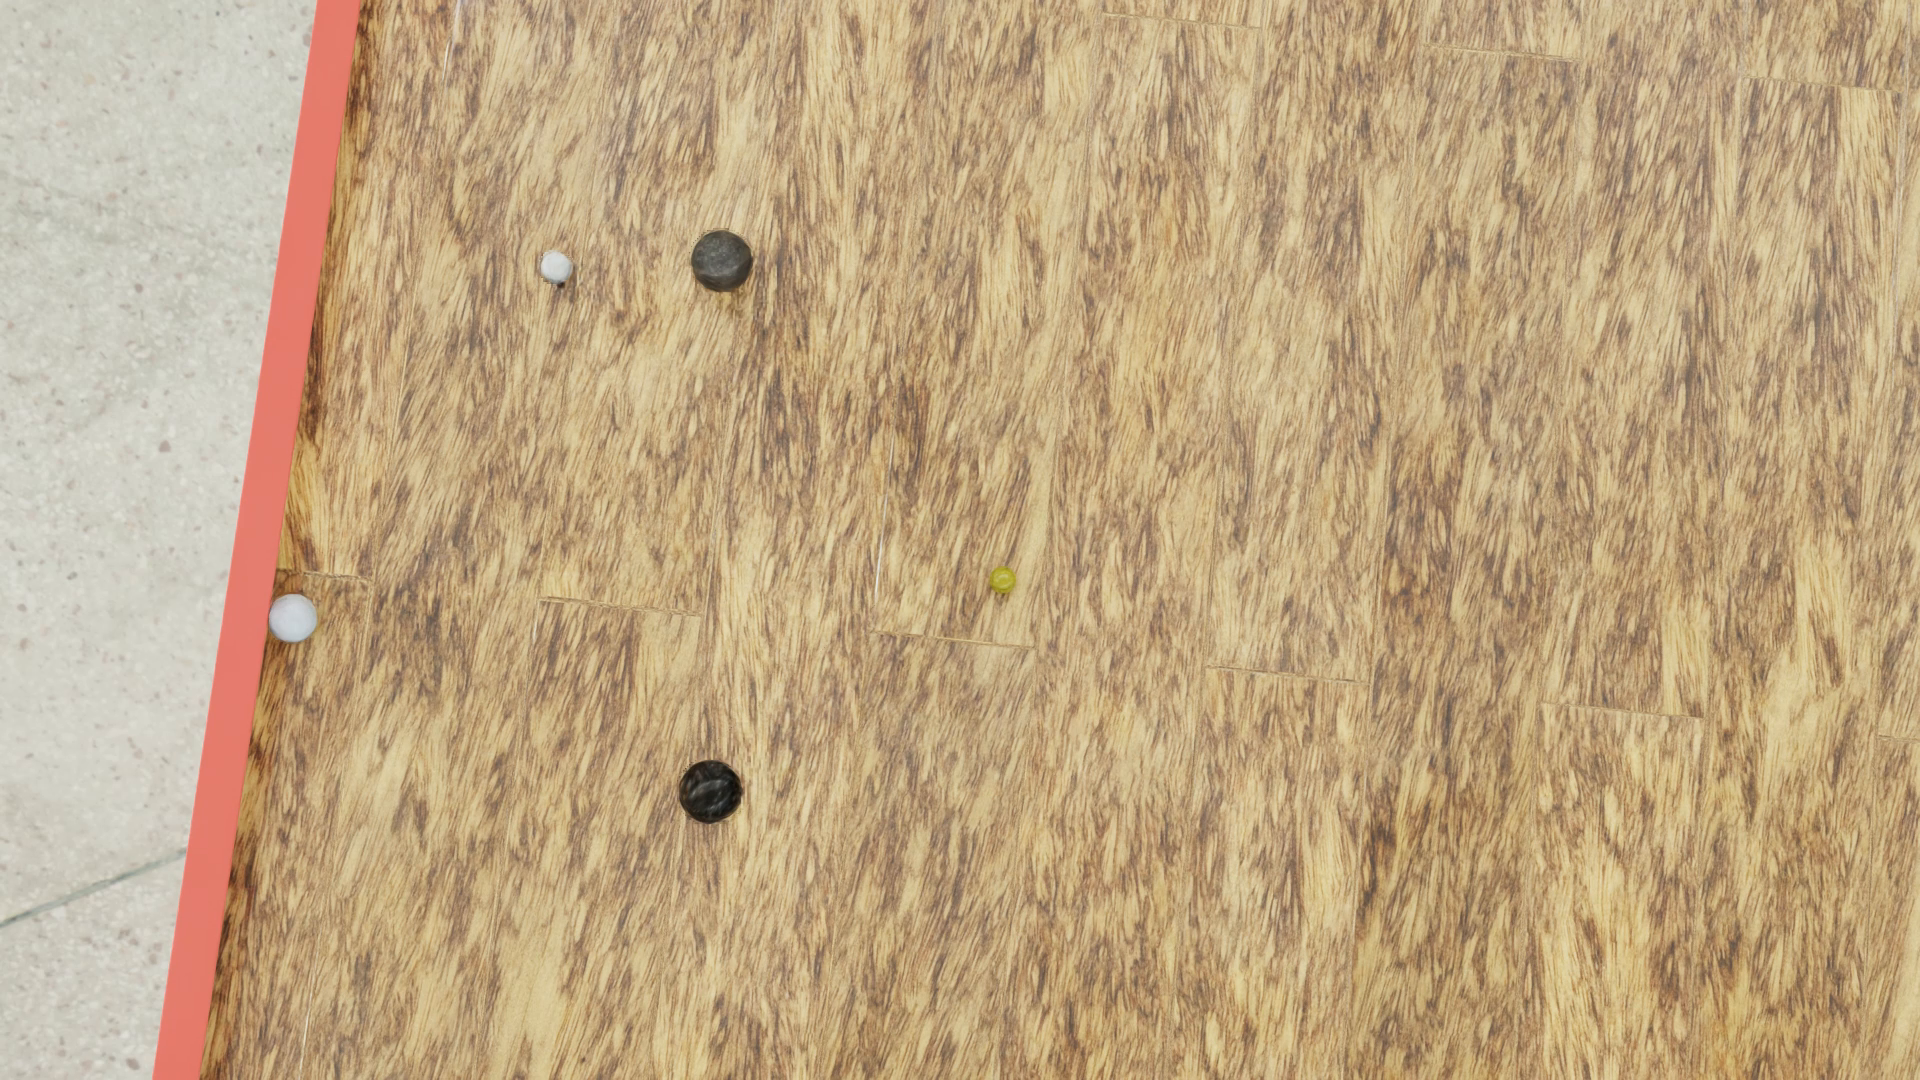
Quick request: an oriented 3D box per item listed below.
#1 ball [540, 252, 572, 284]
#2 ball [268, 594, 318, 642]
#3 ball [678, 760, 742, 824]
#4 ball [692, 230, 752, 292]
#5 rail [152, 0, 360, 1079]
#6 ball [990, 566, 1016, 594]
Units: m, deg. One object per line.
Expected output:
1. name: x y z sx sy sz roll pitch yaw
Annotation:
1. ball: -0.612 -0.413 3.338 0.047 0.047 0.047 0 82 0
2. ball: -0.986 0.116 3.250 0.071 0.071 0.071 0 82 0
3. ball: -0.363 0.367 3.203 0.093 0.093 0.093 0 82 0
4. ball: -0.359 -0.420 3.316 0.092 0.092 0.092 0 82 0
5. rail: -1.014 -0.109 3.256 0.045 0.120 2.295 6 82 1
6. ball: 0.064 0.059 3.273 0.041 0.041 0.041 0 82 0
